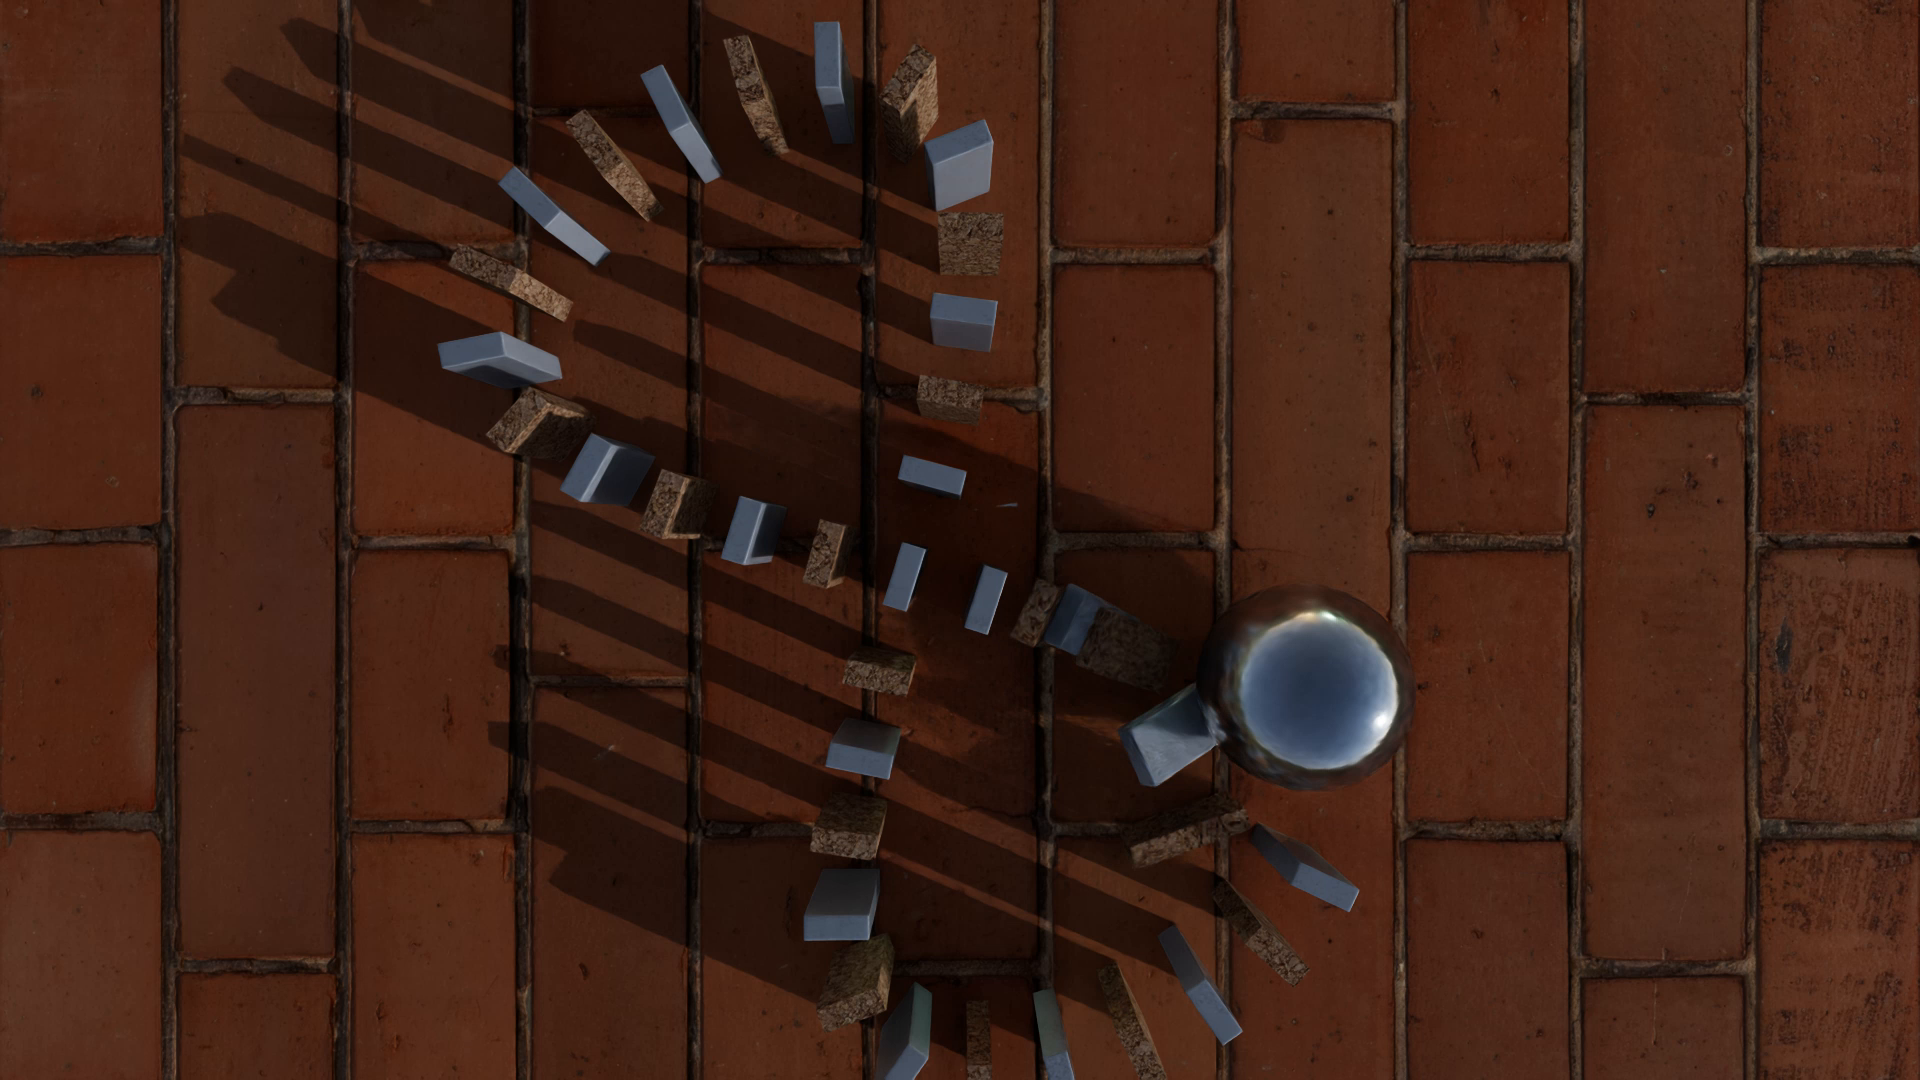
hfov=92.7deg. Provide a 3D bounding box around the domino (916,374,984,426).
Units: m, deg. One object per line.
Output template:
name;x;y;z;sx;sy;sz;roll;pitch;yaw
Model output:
domino;-0.004;-0.056;0.375;0.025;0.050;0.009;10;90;0

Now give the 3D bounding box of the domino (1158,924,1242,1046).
domino;0.097;0.180;0.375;0.010;0.050;0.025;-35;90;0

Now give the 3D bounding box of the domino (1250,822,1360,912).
domino;0.139;0.133;0.375;0.025;0.050;0.009;25;90;0

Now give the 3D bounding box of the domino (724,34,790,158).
domino;-0.082;-0.180;0.375;0.009;0.050;0.025;-16;90;0

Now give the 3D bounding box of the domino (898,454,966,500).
domino;-0.011;-0.025;0.375;0.025;0.050;0.009;15;90;0

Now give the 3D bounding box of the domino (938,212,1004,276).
domino;0.004;-0.120;0.375;0.025;0.050;0.009;1;90;0

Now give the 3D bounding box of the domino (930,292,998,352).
domino;0.001;-0.088;0.375;0.025;0.050;0.009;8;90;0

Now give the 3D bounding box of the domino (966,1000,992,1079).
domino;0.008;0.213;0.375;0.009;0.050;0.025;-1;90;0

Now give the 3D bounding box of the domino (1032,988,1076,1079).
domino;0.039;0.209;0.375;0.009;0.050;0.025;-15;90;0

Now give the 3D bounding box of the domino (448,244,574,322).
domino;-0.182;-0.104;0.375;0.025;0.050;0.009;23;90;0

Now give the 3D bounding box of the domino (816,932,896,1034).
domino;-0.042;0.180;0.375;0.025;0.050;0.010;-21;90;0

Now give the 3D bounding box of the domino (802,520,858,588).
domino;-0.052;0.005;0.375;0.010;0.050;0.025;16;90;0

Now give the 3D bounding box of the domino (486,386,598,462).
domino;-0.169;-0.046;0.375;0.010;0.050;0.025;42;90;0

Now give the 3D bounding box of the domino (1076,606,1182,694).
domino;0.071;0.046;0.379;0.050;0.009;0.025;23;90;-43

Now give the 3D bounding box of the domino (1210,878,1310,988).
domino;0.121;0.159;0.375;0.025;0.050;0.009;42;90;0

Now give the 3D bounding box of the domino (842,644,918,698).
domino;-0.032;0.053;0.375;0.025;0.050;0.010;13;90;0

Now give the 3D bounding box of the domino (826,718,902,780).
domino;-0.038;0.084;0.375;0.025;0.050;0.010;12;90;0

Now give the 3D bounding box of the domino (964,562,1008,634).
domino;0.010;0.023;0.375;0.010;0.050;0.025;18;90;0

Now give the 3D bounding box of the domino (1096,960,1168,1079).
domino;0.069;0.197;0.375;0.010;0.050;0.025;-27;90;0

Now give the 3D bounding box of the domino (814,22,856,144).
domino;-0.051;-0.186;0.375;0.009;0.050;0.025;-1;90;0

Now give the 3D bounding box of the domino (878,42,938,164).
domino;-0.020;-0.177;0.375;0.010;0.050;0.025;34;90;0

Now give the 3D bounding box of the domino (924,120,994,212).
domino;-0.001;-0.152;0.375;0.025;0.050;0.009;-21;90;0

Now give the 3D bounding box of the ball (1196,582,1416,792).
ball;0.133;0.057;0.356;0.080;0.080;0.080;0;90;0

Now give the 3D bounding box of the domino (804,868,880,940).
domino;-0.047;0.148;0.375;0.025;0.050;0.009;0;90;0

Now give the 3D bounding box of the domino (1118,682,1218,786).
domino;0.092;0.080;0.384;0.050;0.009;0.025;-24;90;-28

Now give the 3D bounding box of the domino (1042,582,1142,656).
domino;0.055;0.037;0.378;0.009;0.050;0.025;24;87;41

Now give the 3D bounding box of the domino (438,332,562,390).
domino;-0.187;-0.073;0.375;0.025;0.050;0.010;-11;90;0

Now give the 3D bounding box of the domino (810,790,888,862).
domino;-0.044;0.116;0.375;0.025;0.050;0.010;9;90;0

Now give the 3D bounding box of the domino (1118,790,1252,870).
domino;0.094;0.122;0.387;0.050;0.025;0.010;-19;91;-1

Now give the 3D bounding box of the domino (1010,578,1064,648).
domino;0.035;0.031;0.375;0.009;0.050;0.025;25;90;17

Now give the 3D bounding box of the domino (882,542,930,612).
domino;-0.021;0.014;0.375;0.010;0.050;0.025;17;90;0

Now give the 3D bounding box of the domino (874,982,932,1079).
domino;-0.023;0.206;0.375;0.010;0.050;0.025;35;90;0

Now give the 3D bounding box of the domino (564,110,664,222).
domino;-0.140;-0.152;0.375;0.010;0.050;0.025;-36;90;0

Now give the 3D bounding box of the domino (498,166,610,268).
domino;-0.165;-0.131;0.375;0.025;0.050;0.010;44;90;0

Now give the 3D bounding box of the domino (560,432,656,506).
domino;-0.143;-0.028;0.375;0.009;0.050;0.025;30;90;0

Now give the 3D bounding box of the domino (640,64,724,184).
domino;-0.113;-0.169;0.375;0.009;0.050;0.025;-27;90;0

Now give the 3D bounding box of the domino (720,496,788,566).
domino;-0.083;-0.004;0.375;0.010;0.050;0.025;17;90;0

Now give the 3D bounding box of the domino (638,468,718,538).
domino;-0.114;-0.014;0.375;0.010;0.050;0.025;21;90;0
